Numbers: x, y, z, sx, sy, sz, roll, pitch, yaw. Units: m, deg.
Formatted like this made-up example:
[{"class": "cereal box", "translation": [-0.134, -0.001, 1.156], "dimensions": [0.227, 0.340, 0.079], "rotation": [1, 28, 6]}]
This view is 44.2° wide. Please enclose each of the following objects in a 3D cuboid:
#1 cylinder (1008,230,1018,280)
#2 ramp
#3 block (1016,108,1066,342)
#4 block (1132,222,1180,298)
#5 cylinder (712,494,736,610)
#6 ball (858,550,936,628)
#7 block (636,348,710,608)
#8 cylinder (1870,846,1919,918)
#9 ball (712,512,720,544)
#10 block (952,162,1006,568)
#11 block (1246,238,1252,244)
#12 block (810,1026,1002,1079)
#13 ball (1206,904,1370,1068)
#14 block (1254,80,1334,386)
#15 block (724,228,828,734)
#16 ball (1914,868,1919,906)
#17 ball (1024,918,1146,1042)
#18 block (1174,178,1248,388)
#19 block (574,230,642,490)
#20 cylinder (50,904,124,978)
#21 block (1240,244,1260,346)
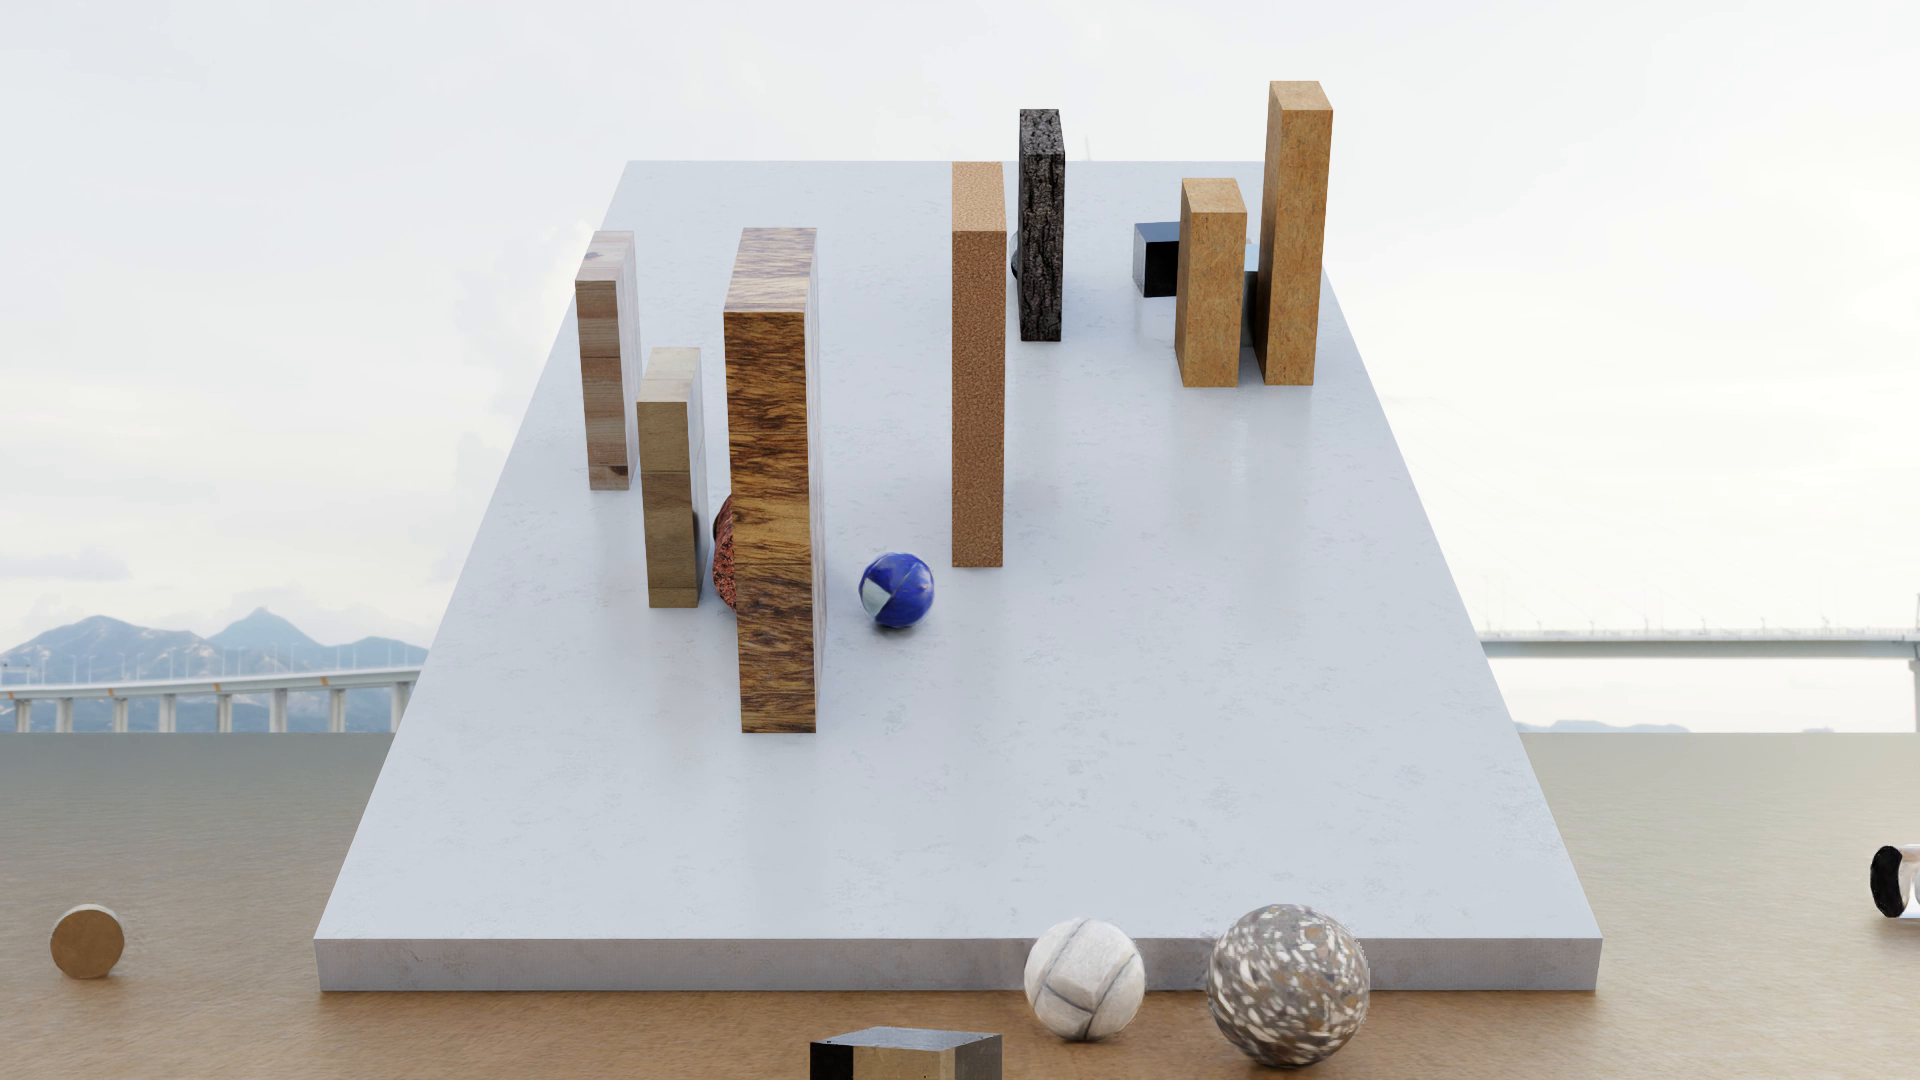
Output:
[{"class": "cylinder", "translation": [0.196, -0.756, 6.283], "dimensions": [0.128, 0.128, 0.128], "rotation": [0, 26, -2]}, {"class": "ramp", "translation": [-0.010, -0.228, 5.476], "dimensions": [2.000, 0.100, 4.000], "rotation": [0, 26, 0]}, {"class": "block", "translation": [0.202, -0.799, 5.971], "dimensions": [0.101, 0.483, 0.390], "rotation": [0, 26, 0]}, {"class": "block", "translation": [0.547, -0.740, 6.226], "dimensions": [0.153, 0.153, 0.153], "rotation": [-3, 27, -7]}, {"class": "cylinder", "translation": [-0.377, 0.017, 4.637], "dimensions": [0.207, 0.207, 0.207], "rotation": [0, 26, -3]}, {"class": "ball", "translation": [-0.121, 0.095, 4.550], "dimensions": [0.147, 0.147, 0.147], "rotation": [0, -5, 0]}, {"class": "block", "translation": [-0.562, -0.125, 4.660], "dimensions": [0.095, 0.439, 0.276], "rotation": [0, 26, 0]}, {"class": "cylinder", "translation": [2.088, 0.740, 5.123], "dimensions": [0.157, 0.157, 0.157], "rotation": [1, -5, -11]}, {"class": "ball", "translation": [-0.441, -0.018, 4.801], "dimensions": [0.124, 0.124, 0.124], "rotation": [0, -5, 0]}, {"class": "block", "translation": [0.035, -0.362, 4.831], "dimensions": [0.103, 0.715, 0.435], "rotation": [0, 26, 0]}, {"class": "block", "translation": [0.673, -0.676, 6.090], "dimensions": [0.159, 0.159, 0.159], "rotation": [0, 26, 0]}, {"class": "block", "translation": [-0.048, 0.519, 2.150], "dimensions": [0.130, 0.130, 0.130], "rotation": [-2, -5, 26]}, {"class": "ball", "translation": [0.400, 0.543, 2.884], "dimensions": [0.197, 0.197, 0.197], "rotation": [0, -5, 0]}, {"class": "block", "translation": [0.788, -0.727, 5.615], "dimensions": [0.115, 0.675, 0.247], "rotation": [0, 26, 0]}, {"class": "block", "translation": [-0.323, -0.108, 4.223], "dimensions": [0.132, 0.800, 0.423], "rotation": [0, 26, 0]}, {"class": "ball", "translation": [2.065, 0.724, 4.909], "dimensions": [0.155, 0.155, 0.155], "rotation": [0, -5, 0]}, {"class": "ball", "translation": [0.165, 0.581, 3.124], "dimensions": [0.161, 0.161, 0.161], "rotation": [0, -5, 0]}, {"class": "block", "translation": [0.598, -0.618, 5.661], "dimensions": [0.128, 0.437, 0.260], "rotation": [0, 26, 0]}, {"class": "block", "translation": [-0.759, -0.393, 5.151], "dimensions": [0.085, 0.482, 0.315], "rotation": [0, 26, 0]}, {"class": "cylinder", "translation": [-1.454, 0.669, 3.940], "dimensions": [0.114, 0.114, 0.114], "rotation": [2, -5, -19]}, {"class": "block", "translation": [0.725, -0.614, 5.920], "dimensions": [0.200, 0.200, 0.200], "rotation": [0, 26, 0]}]
